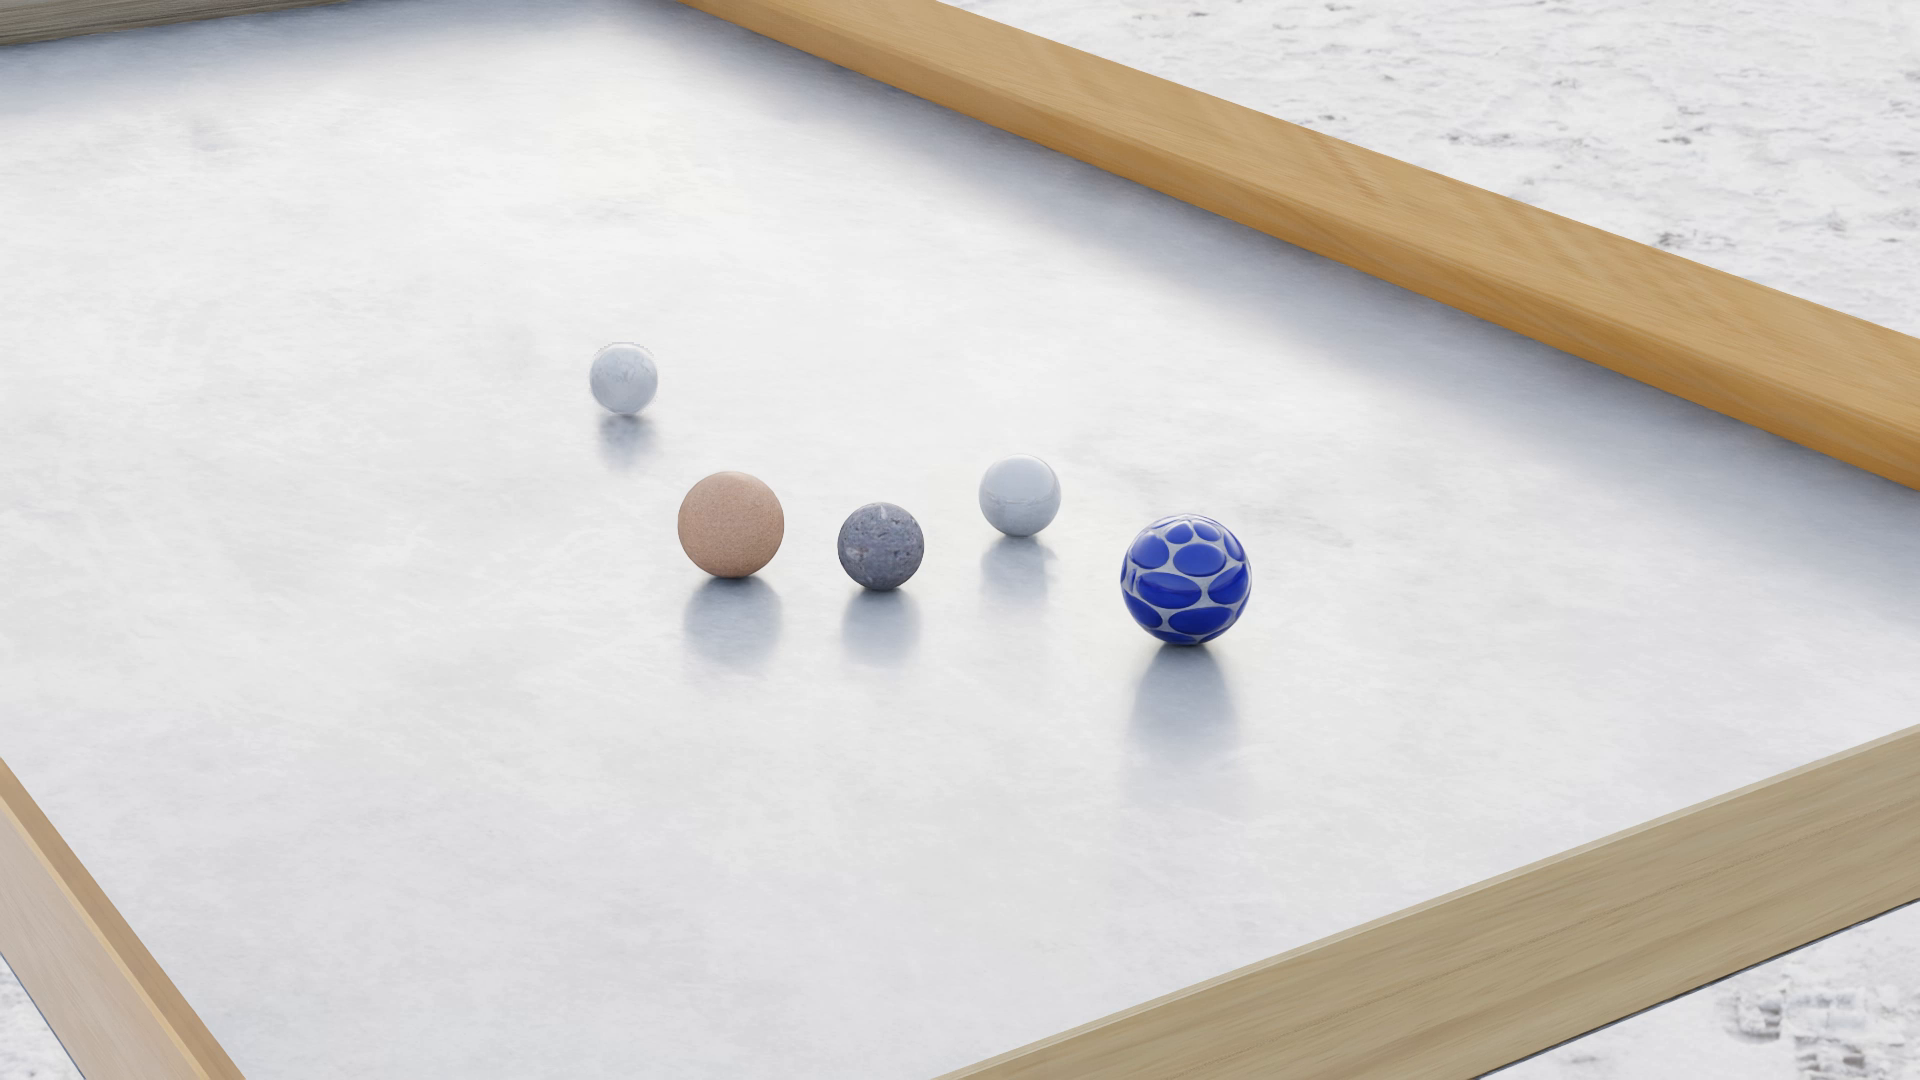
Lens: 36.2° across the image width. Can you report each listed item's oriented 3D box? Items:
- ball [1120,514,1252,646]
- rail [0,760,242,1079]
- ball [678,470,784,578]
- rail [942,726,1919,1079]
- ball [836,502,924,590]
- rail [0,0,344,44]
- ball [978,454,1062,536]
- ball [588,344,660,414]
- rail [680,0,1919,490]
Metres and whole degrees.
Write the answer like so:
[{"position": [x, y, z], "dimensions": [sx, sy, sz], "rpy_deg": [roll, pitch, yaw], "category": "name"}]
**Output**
[{"position": [0.171, 0.030, 2.223], "dimensions": [0.100, 0.100, 0.100], "rpy_deg": [0, 23, 0], "category": "ball"}, {"position": [-1.062, -0.103, 2.497], "dimensions": [0.045, 0.130, 2.999], "rpy_deg": [-14, 27, -30], "category": "rail"}, {"position": [-0.182, -0.012, 2.341], "dimensions": [0.086, 0.086, 0.086], "rpy_deg": [0, 23, 0], "category": "ball"}, {"position": [0.395, 0.214, 1.747], "dimensions": [1.606, 0.130, 0.045], "rpy_deg": [-14, 27, -30], "category": "rail"}, {"position": [-0.062, 0.005, 2.322], "dimensions": [0.069, 0.069, 0.069], "rpy_deg": [0, 23, 0], "category": "ball"}, {"position": [-1.211, -0.751, 4.028], "dimensions": [1.606, 0.130, 0.045], "rpy_deg": [-14, 27, -30], "category": "rail"}, {"position": [0.049, -0.037, 2.421], "dimensions": [0.069, 0.069, 0.069], "rpy_deg": [0, 23, 0], "category": "ball"}, {"position": [-0.307, -0.147, 2.687], "dimensions": [0.064, 0.064, 0.064], "rpy_deg": [0, 23, 0], "category": "ball"}, {"position": [0.246, -0.434, 3.278], "dimensions": [0.045, 0.130, 2.999], "rpy_deg": [-14, 27, -30], "category": "rail"}]
